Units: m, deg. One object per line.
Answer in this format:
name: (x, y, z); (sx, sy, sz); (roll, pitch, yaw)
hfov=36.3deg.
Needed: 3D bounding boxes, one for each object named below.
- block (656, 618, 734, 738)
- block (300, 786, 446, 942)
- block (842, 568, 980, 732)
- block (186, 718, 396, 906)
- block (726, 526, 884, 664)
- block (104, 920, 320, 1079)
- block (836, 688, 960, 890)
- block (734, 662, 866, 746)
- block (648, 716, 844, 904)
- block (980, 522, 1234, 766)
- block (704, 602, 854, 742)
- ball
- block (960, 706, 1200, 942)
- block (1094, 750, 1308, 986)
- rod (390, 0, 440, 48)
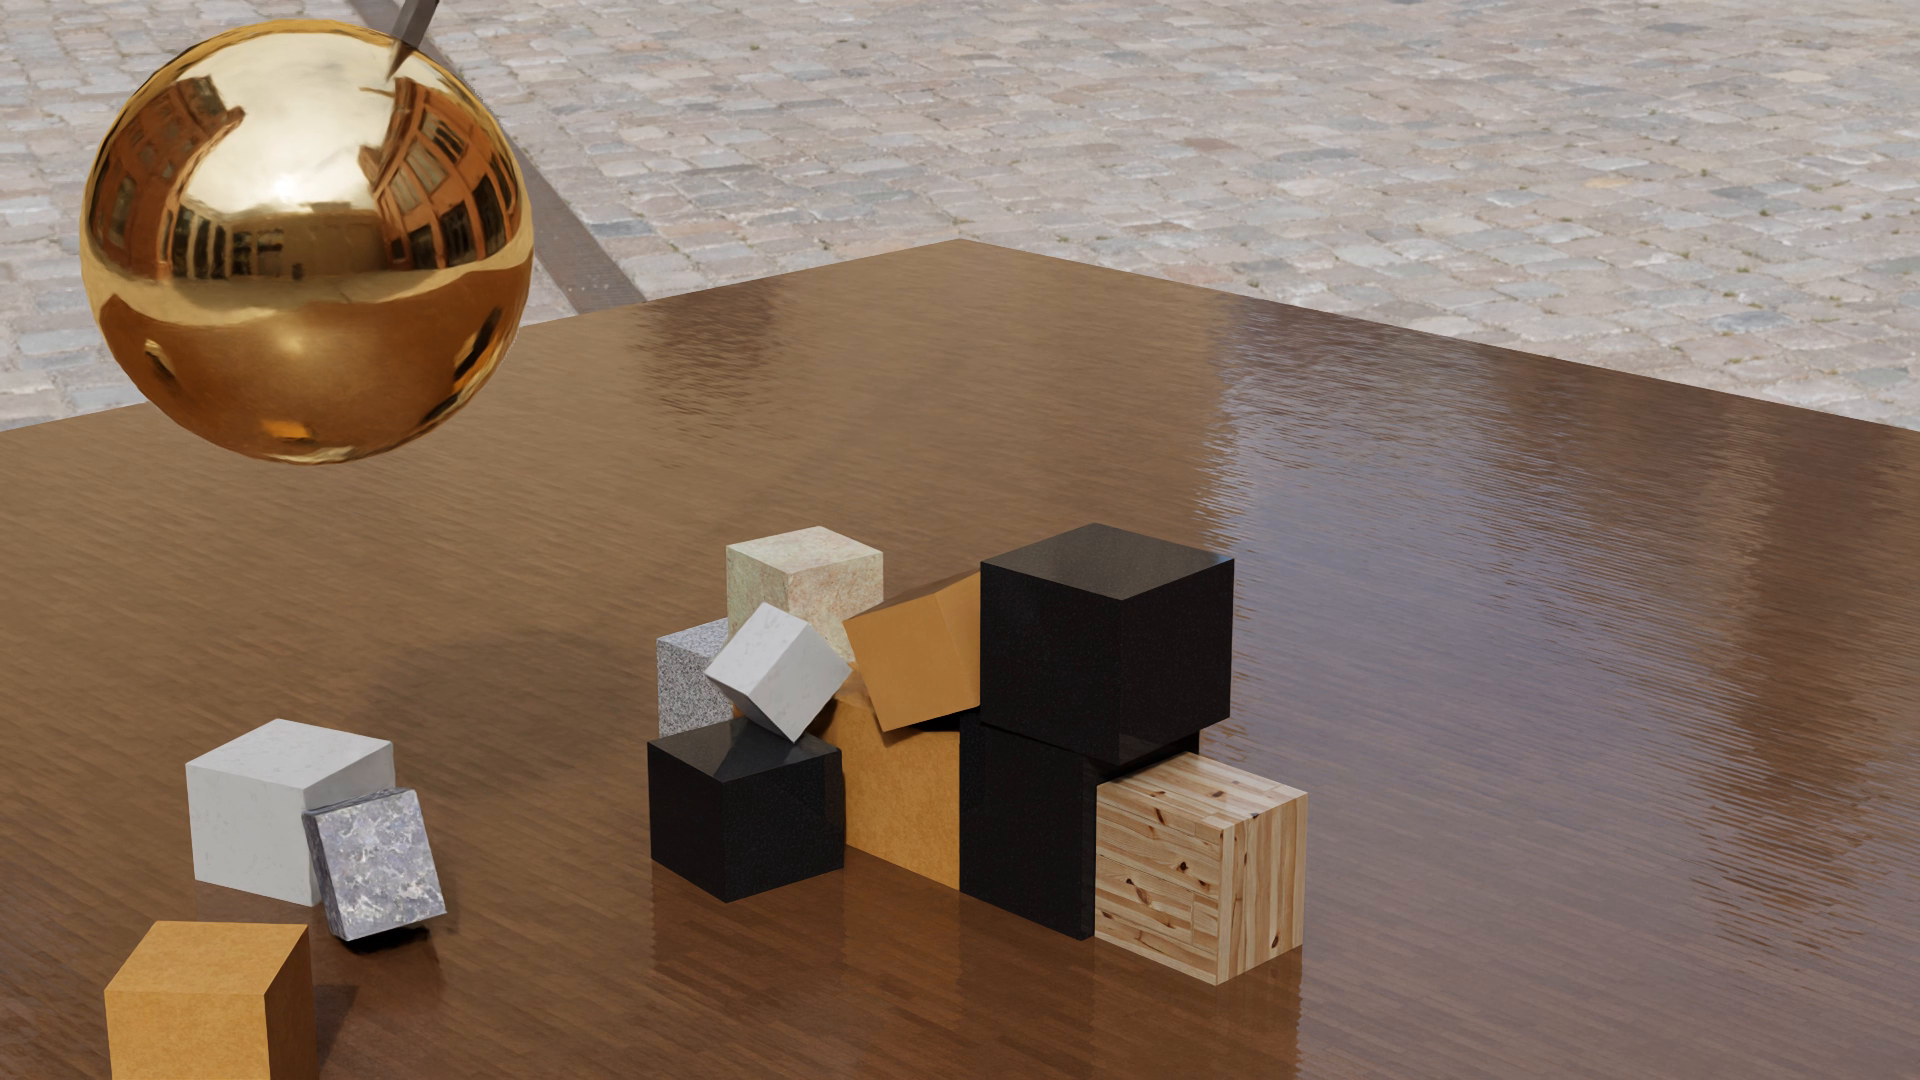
block: (-1.076, 0.797, 14.721); (0.640, 0.652, 0.598); (-17, 24, -42)
block: (-2.544, 1.396, 12.697); (0.434, 0.547, 0.481); (-14, 2, -20)
block: (-0.080, 0.480, 13.260); (0.547, 0.533, 0.551); (-18, 4, 36)
block: (-3.054, 1.240, 13.451); (0.669, 0.568, 0.642); (9, 19, 25)
block: (-0.752, 0.292, 14.237); (0.550, 0.521, 0.540); (-13, 21, -35)
block: (-2.852, 1.894, 11.224); (0.600, 0.656, 0.611); (1, 17, 3)
block: (-0.027, 1.084, 13.709); (0.749, 0.711, 0.804); (-17, 24, -42)
block: (-0.603, 0.929, 14.236); (0.646, 0.692, 0.764); (-17, 24, -42)
block: (-0.987, 1.219, 13.494); (0.647, 0.583, 0.631); (-13, 22, -36)
block: (0.639, 0.437, 12.792); (0.786, 0.736, 0.773); (15, 23, 40)
block: (-0.837, 0.608, 13.515); (0.435, 0.367, 0.391); (-51, 36, -13)
ball: (-2.339, -1.067, 10.554); (1.600, 1.600, 1.600); (0, 17, 0)
block: (0.533, 1.169, 13.156); (0.745, 0.880, 0.768); (17, 24, 42)
block: (1.039, 1.407, 12.686); (0.582, 0.708, 0.691); (-17, 24, -42)
rod: (-1.014, -4.171, 10.968); (0.080, 5.200, 0.080); (17, -9, 42)
